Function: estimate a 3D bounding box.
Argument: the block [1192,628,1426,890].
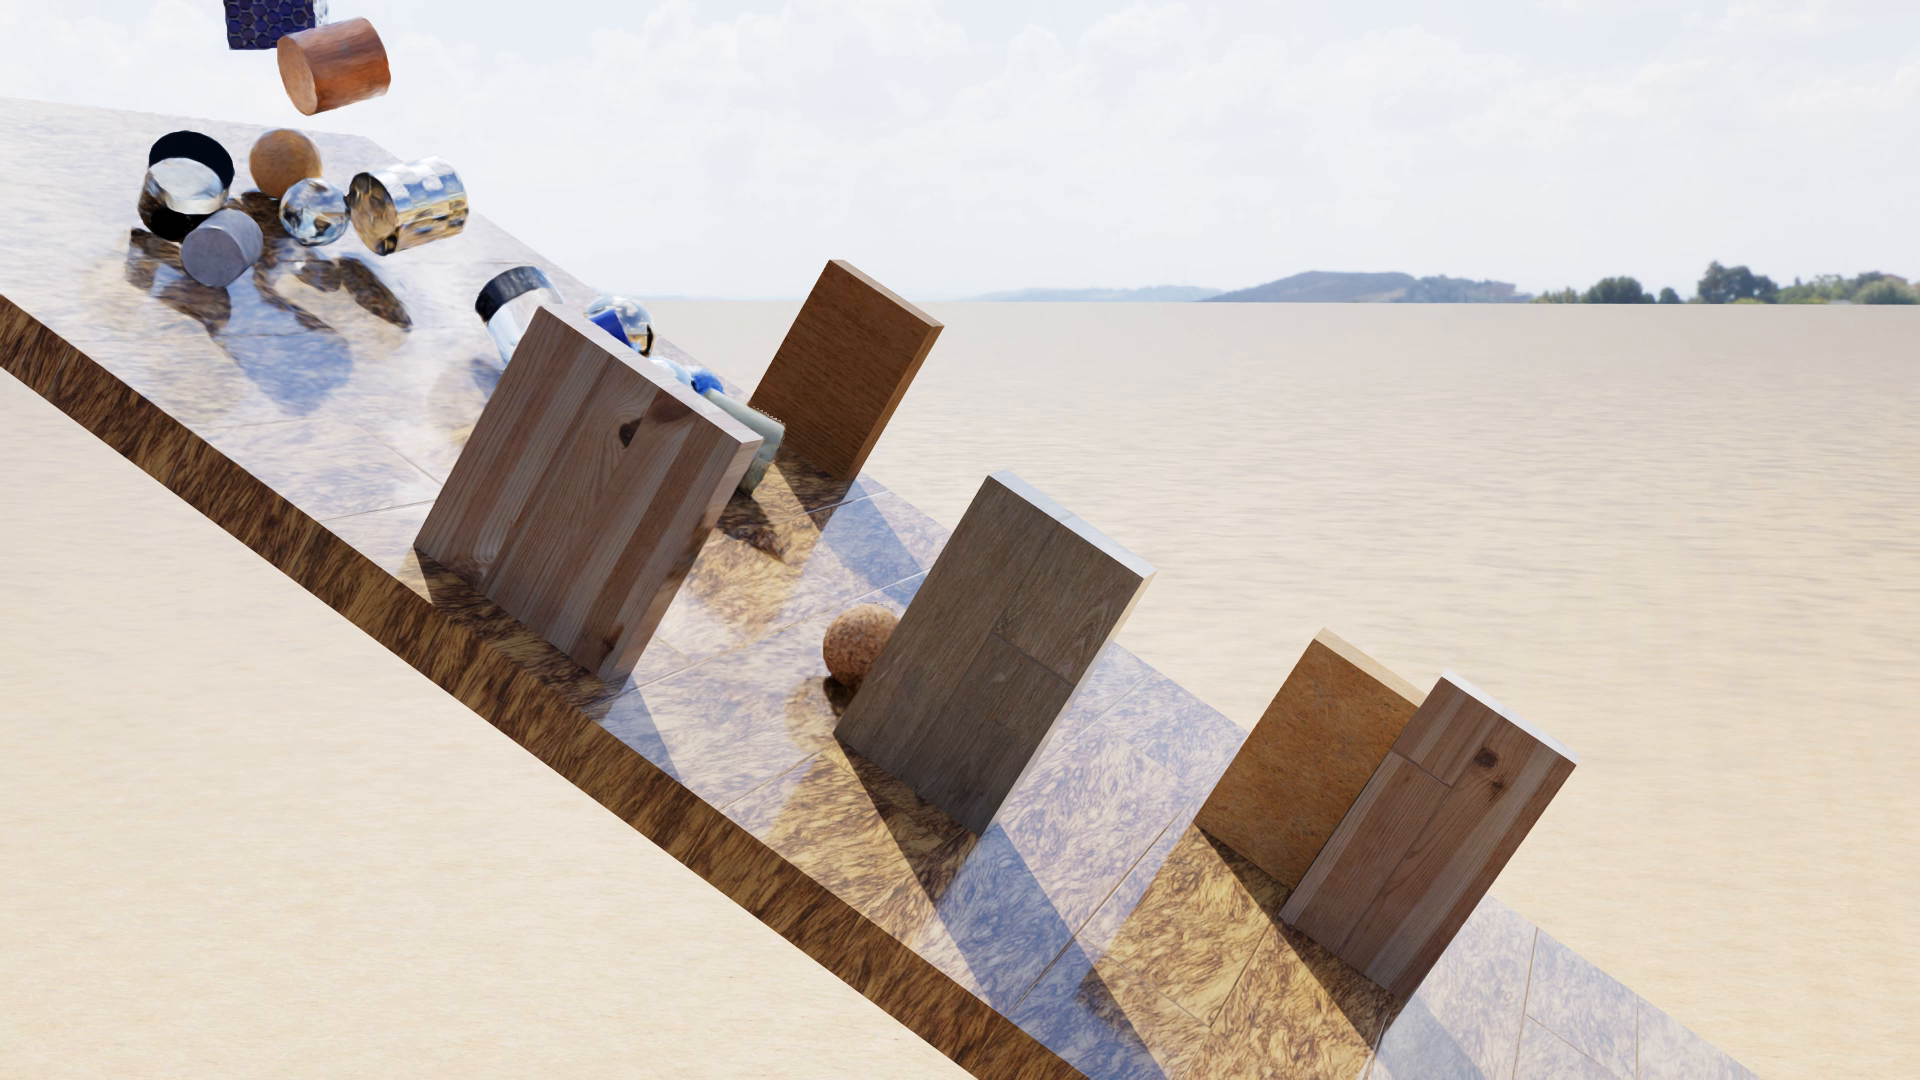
[{"bbox_3d":[0.675,0.422,4.181,0.257,0.428,0.138,34,15,11],"label":"block"}]

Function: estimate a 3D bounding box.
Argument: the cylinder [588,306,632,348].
[{"bbox_3d":[-0.716,-0.347,4.285,0.163,0.163,0.163,-25,10,-5],"label":"cylinder"}]

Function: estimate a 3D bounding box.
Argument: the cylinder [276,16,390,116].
[{"bbox_3d":[-1.234,-0.933,4.330,0.159,0.159,0.159,-25,20,-33],"label":"cylinder"}]

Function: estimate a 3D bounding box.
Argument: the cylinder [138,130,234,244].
[{"bbox_3d":[-1.401,-0.638,3.979,0.147,0.147,0.147,-4,-22,-30],"label":"cylinder"}]

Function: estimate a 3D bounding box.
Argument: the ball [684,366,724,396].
[{"bbox_3d":[-0.568,-0.297,4.639,0.143,0.143,0.143,0,7,0],"label":"ball"}]

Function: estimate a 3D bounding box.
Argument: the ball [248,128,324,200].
[{"bbox_3d":[-1.397,-0.779,4.559,0.151,0.151,0.151,0,7,0],"label":"ball"}]

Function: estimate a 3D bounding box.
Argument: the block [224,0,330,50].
[{"bbox_3d":[-1.424,-1.117,4.583,0.178,0.178,0.178,-3,15,-6],"label":"block"}]

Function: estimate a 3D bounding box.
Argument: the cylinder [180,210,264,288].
[{"bbox_3d":[-1.317,-0.522,3.929,0.111,0.111,0.111,0,25,2],"label":"cylinder"}]

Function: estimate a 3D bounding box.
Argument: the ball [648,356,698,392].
[{"bbox_3d":[-0.615,-0.281,4.428,0.176,0.176,0.176,0,7,0],"label":"ball"}]

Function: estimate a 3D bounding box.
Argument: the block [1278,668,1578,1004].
[{"bbox_3d":[0.835,0.529,3.937,0.274,0.534,0.090,34,15,11],"label":"block"}]

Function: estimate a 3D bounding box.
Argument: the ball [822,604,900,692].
[{"bbox_3d":[-0.162,0.189,3.831,0.154,0.154,0.154,0,7,0],"label":"ball"}]

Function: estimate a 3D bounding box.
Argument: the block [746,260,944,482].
[{"bbox_3d":[-0.266,-0.384,4.984,0.283,0.412,0.095,34,15,11],"label":"block"}]

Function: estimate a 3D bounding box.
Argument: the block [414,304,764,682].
[{"bbox_3d":[-0.568,-0.072,3.338,0.380,0.432,0.087,34,15,11],"label":"block"}]

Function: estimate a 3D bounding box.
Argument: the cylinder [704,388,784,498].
[{"bbox_3d":[-0.469,-0.197,4.461,0.166,0.166,0.166,27,0,-14],"label":"cylinder"}]

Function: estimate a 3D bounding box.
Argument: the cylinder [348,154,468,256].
[{"bbox_3d":[-1.146,-0.696,4.566,0.174,0.174,0.174,6,23,42],"label":"cylinder"}]

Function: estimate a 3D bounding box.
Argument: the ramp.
[{"bbox_3d":[-0.157,0.259,4.114,4.000,0.100,2.000,34,15,11],"label":"ramp"}]

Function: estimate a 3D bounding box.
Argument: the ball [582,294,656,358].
[{"bbox_3d":[-0.738,-0.443,4.724,0.169,0.169,0.169,0,7,0],"label":"ball"}]

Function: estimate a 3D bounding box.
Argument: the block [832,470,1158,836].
[{"bbox_3d":[0.054,0.183,3.577,0.299,0.510,0.107,34,15,11],"label":"block"}]

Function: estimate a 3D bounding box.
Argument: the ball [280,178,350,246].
[{"bbox_3d":[-1.288,-0.655,4.396,0.137,0.137,0.137,0,7,0],"label":"ball"}]

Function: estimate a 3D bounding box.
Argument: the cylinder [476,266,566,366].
[{"bbox_3d":[-0.857,-0.429,4.389,0.165,0.165,0.165,-6,51,-42],"label":"cylinder"}]
